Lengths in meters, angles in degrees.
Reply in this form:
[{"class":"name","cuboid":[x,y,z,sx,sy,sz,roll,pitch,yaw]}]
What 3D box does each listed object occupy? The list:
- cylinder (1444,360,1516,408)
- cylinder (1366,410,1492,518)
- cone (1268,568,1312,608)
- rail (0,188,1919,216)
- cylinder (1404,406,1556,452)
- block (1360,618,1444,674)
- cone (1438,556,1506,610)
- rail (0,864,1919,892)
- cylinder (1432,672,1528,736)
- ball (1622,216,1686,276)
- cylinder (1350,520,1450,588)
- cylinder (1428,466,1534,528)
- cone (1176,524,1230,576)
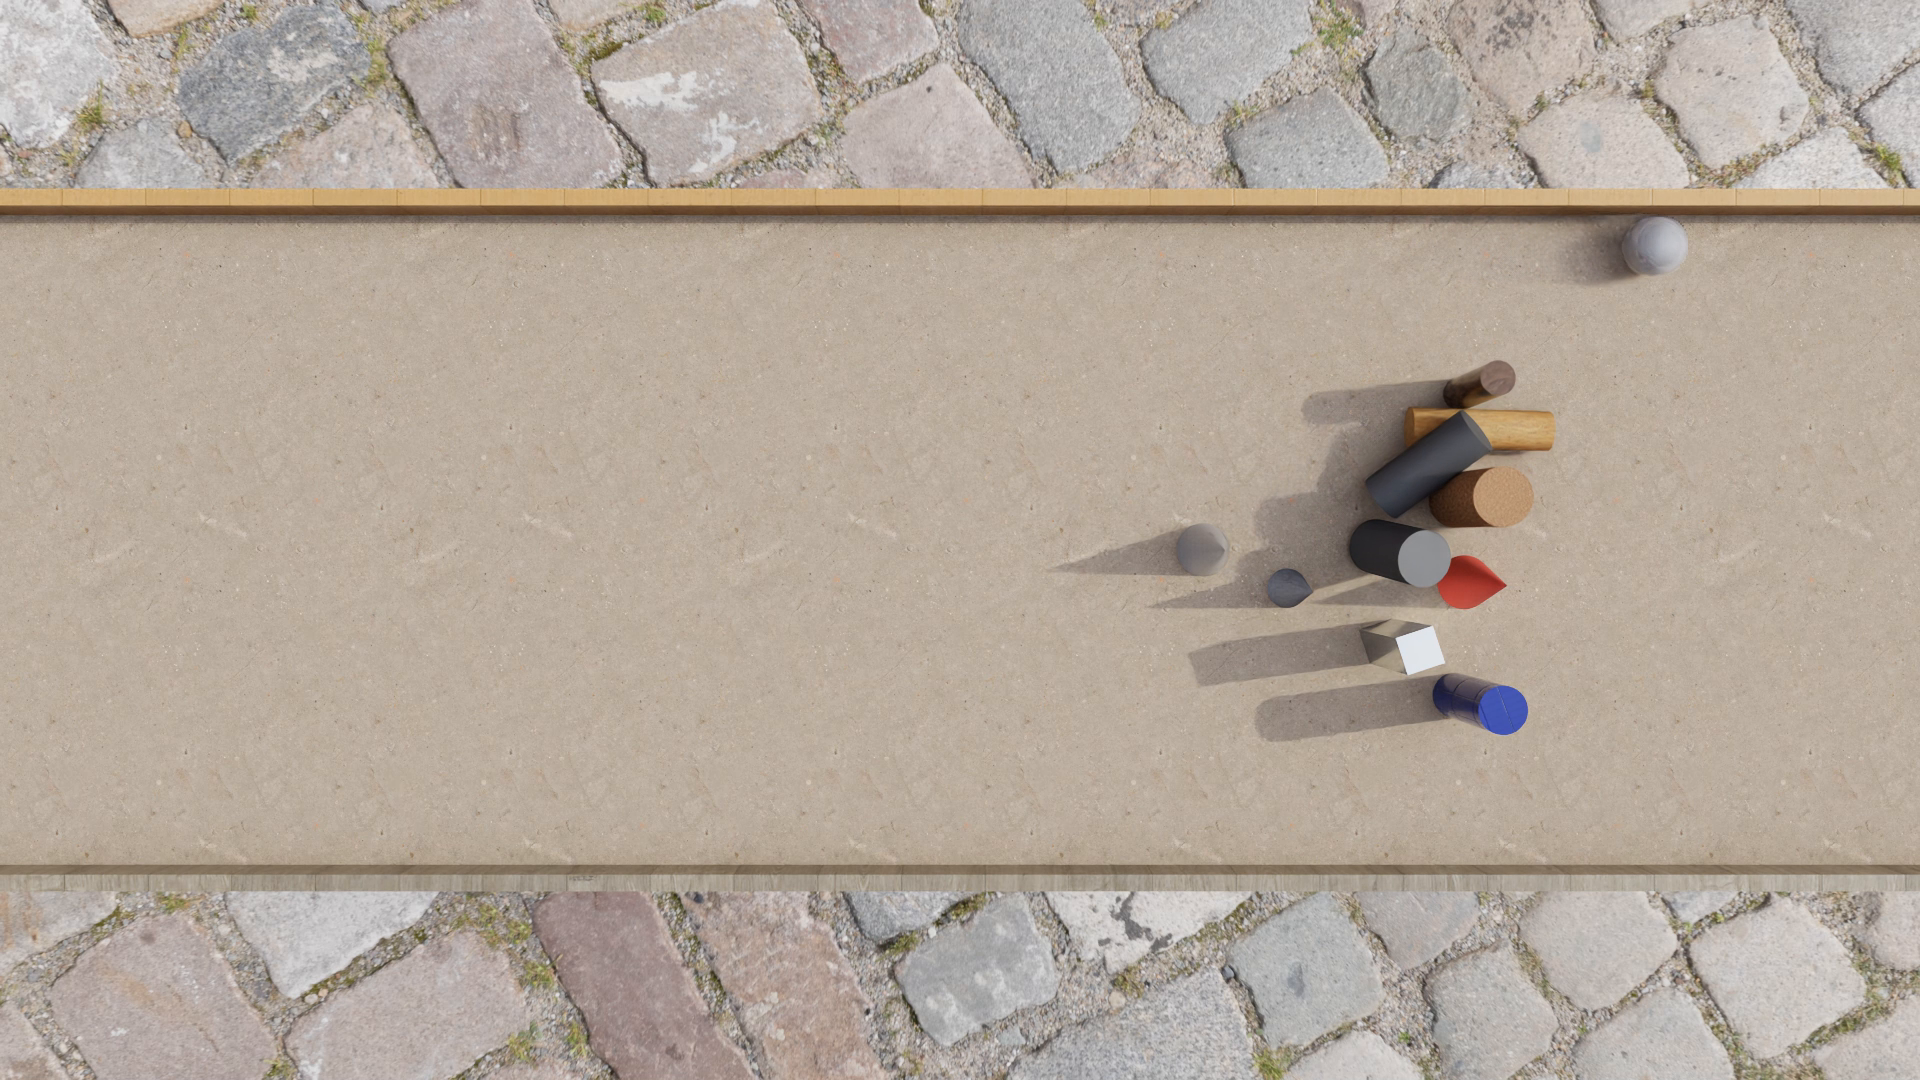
[{"class":"cylinder","cuboid":[1.539,-0.456,4.897,0.102,0.355,0.102,0,87,-1]},{"class":"cylinder","cuboid":[1.401,-0.225,4.935,0.347,0.150,0.150,-39,90,25]},{"class":"cone","cuboid":[1.007,0.148,4.887,0.122,0.378,0.122,0,90,0]},{"class":"rail","cuboid":[-2.247,-1.025,5.002,12.000,0.150,0.050,0,90,0]},{"class":"cylinder","cuboid":[1.578,-0.337,5.016,0.424,0.121,0.121,2,90,0]},{"class":"block","cuboid":[1.296,0.311,4.860,0.110,0.432,0.110,-18,90,0]},{"class":"cone","cuboid":[1.553,0.130,4.877,0.166,0.399,0.166,0,90,0]},{"class":"rail","cuboid":[-2.247,1.025,5.001,12.000,0.150,0.050,0,90,0]},{"class":"cylinder","cuboid":[1.524,0.478,4.851,0.139,0.451,0.139,0,90,0]},{"class":"ball","cuboid":[2.099,-0.888,4.987,0.179,0.179,0.179,0,90,0]},{"class":"cylinder","cuboid":[1.305,0.037,4.906,0.168,0.310,0.168,-2,97,-13]},{"class":"cylinder","cuboid":[1.528,-0.122,4.856,0.171,0.440,0.171,0,90,0]},{"class":"cone","cuboid":[0.749,0.030,4.867,0.164,0.419,0.164,0,90,0]}]
